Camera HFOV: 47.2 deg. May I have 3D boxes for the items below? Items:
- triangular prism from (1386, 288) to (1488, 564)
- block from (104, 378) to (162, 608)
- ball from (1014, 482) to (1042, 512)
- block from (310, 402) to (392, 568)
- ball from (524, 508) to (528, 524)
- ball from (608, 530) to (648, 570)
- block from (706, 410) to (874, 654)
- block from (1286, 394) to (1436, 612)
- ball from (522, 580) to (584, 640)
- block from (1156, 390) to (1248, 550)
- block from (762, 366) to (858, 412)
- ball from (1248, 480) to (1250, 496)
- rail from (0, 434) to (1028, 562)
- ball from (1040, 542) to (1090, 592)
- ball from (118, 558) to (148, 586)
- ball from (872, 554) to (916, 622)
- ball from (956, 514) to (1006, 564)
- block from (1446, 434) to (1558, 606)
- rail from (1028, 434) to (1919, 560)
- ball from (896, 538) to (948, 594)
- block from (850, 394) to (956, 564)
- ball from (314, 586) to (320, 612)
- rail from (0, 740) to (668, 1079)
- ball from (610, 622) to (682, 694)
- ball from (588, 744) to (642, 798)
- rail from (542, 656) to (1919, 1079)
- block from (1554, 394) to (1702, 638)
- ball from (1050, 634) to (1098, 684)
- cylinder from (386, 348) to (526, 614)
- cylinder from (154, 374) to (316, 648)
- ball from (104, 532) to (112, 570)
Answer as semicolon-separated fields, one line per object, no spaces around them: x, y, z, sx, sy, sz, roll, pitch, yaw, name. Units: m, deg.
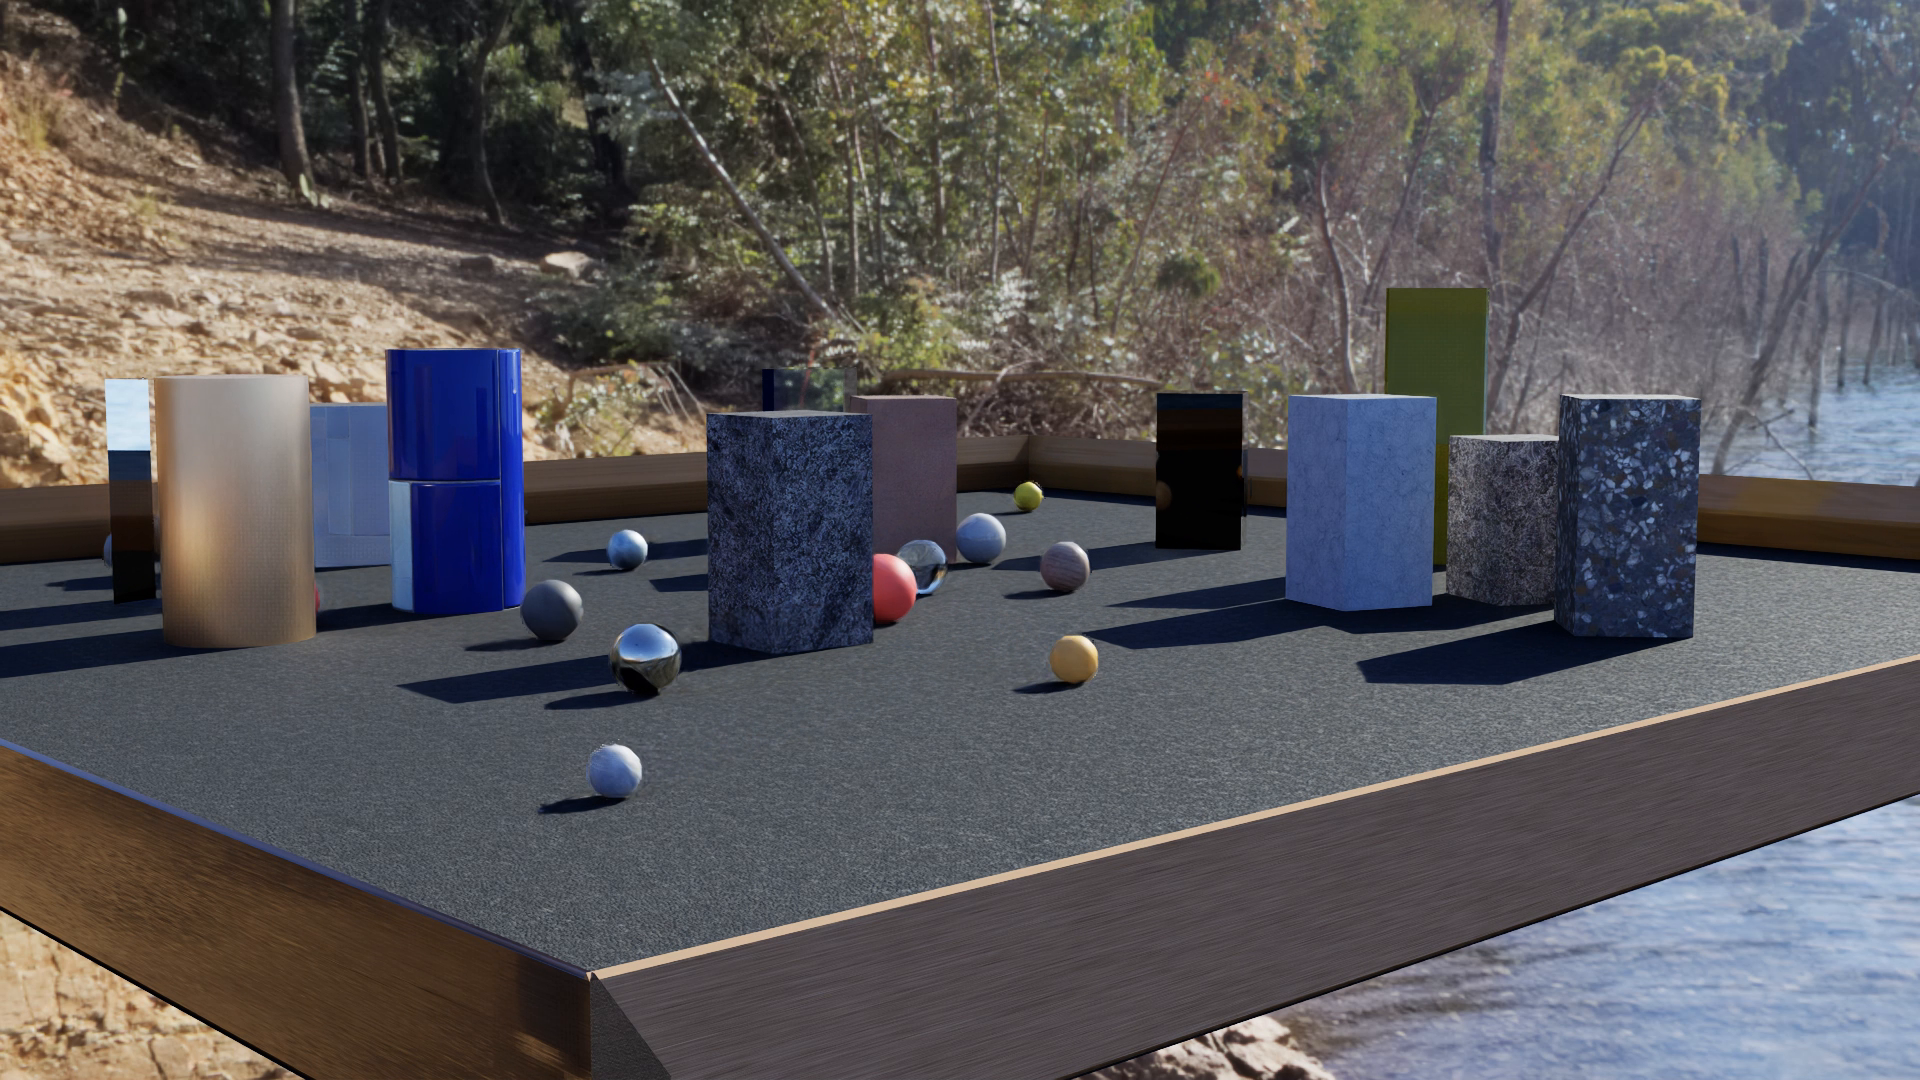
0.844;-0.206;3.928;0.172;0.484;0.149;1;6;9;triangular prism
-1.182;-0.076;3.369;0.159;0.342;0.159;3;7;25;block
0.152;-0.096;4.897;0.065;0.065;0.065;0;6;0;ball
-1.077;-0.102;3.919;0.159;0.280;0.159;-2;6;-20;block
-0.916;-0.050;4.554;0.045;0.045;0.045;0;6;0;ball
-0.574;0.017;3.795;0.069;0.069;0.069;0;6;0;ball
-0.229;-0.016;2.956;0.159;0.308;0.159;-5;8;-39;block
0.611;-0.062;3.360;0.159;0.315;0.159;-3;7;-24;block
-0.552;0.095;2.983;0.082;0.082;0.082;0;6;0;ball
0.462;-0.136;4.183;0.159;0.292;0.159;1;6;11;block
-0.295;-0.174;4.355;0.159;0.332;0.159;1;6;7;block
0.621;-0.117;5.014;0.083;0.083;0.083;0;6;0;ball
-1.046;-0.084;4.460;3.369;0.129;0.045;-5;8;-42;rail
0.167;0.042;3.504;0.079;0.079;0.079;0;6;0;ball
-1.343;0.052;3.571;0.046;0.046;0.046;0;6;0;ball
-0.111;0.069;3.147;0.099;0.099;0.099;0;6;0;ball
0.037;-0.003;3.884;0.089;0.089;0.089;0;6;0;ball
0.869;-0.034;3.416;0.159;0.249;0.159;-2;6;-17;block
1.221;-0.083;4.452;0.045;0.129;3.133;-5;8;-42;rail
-0.062;0.042;3.470;0.087;0.087;0.087;0;6;0;ball
-0.102;-0.108;3.918;0.159;0.292;0.159;-1;6;-14;block
-0.950;0.085;3.141;0.068;0.068;0.068;0;6;0;ball
-1.221;0.150;2.211;0.045;0.129;3.133;-5;8;-42;rail
-0.367;0.137;2.568;0.084;0.084;0.084;0;6;0;ball
-0.316;0.212;2.015;0.049;0.049;0.049;0;6;0;ball
1.046;0.151;2.204;3.369;0.129;0.045;-5;8;-42;rail
0.931;-0.037;3.077;0.159;0.326;0.159;1;6;5;block
0.137;0.143;2.639;0.058;0.058;0.058;0;6;0;ball
-0.760;-0.094;3.320;0.199;0.387;0.199;0;6;0;cylinder
-0.985;-0.044;2.993;0.199;0.356;0.199;0;6;0;cylinder
-1.385;0.018;3.681;0.090;0.090;0.090;0;6;0;ball
